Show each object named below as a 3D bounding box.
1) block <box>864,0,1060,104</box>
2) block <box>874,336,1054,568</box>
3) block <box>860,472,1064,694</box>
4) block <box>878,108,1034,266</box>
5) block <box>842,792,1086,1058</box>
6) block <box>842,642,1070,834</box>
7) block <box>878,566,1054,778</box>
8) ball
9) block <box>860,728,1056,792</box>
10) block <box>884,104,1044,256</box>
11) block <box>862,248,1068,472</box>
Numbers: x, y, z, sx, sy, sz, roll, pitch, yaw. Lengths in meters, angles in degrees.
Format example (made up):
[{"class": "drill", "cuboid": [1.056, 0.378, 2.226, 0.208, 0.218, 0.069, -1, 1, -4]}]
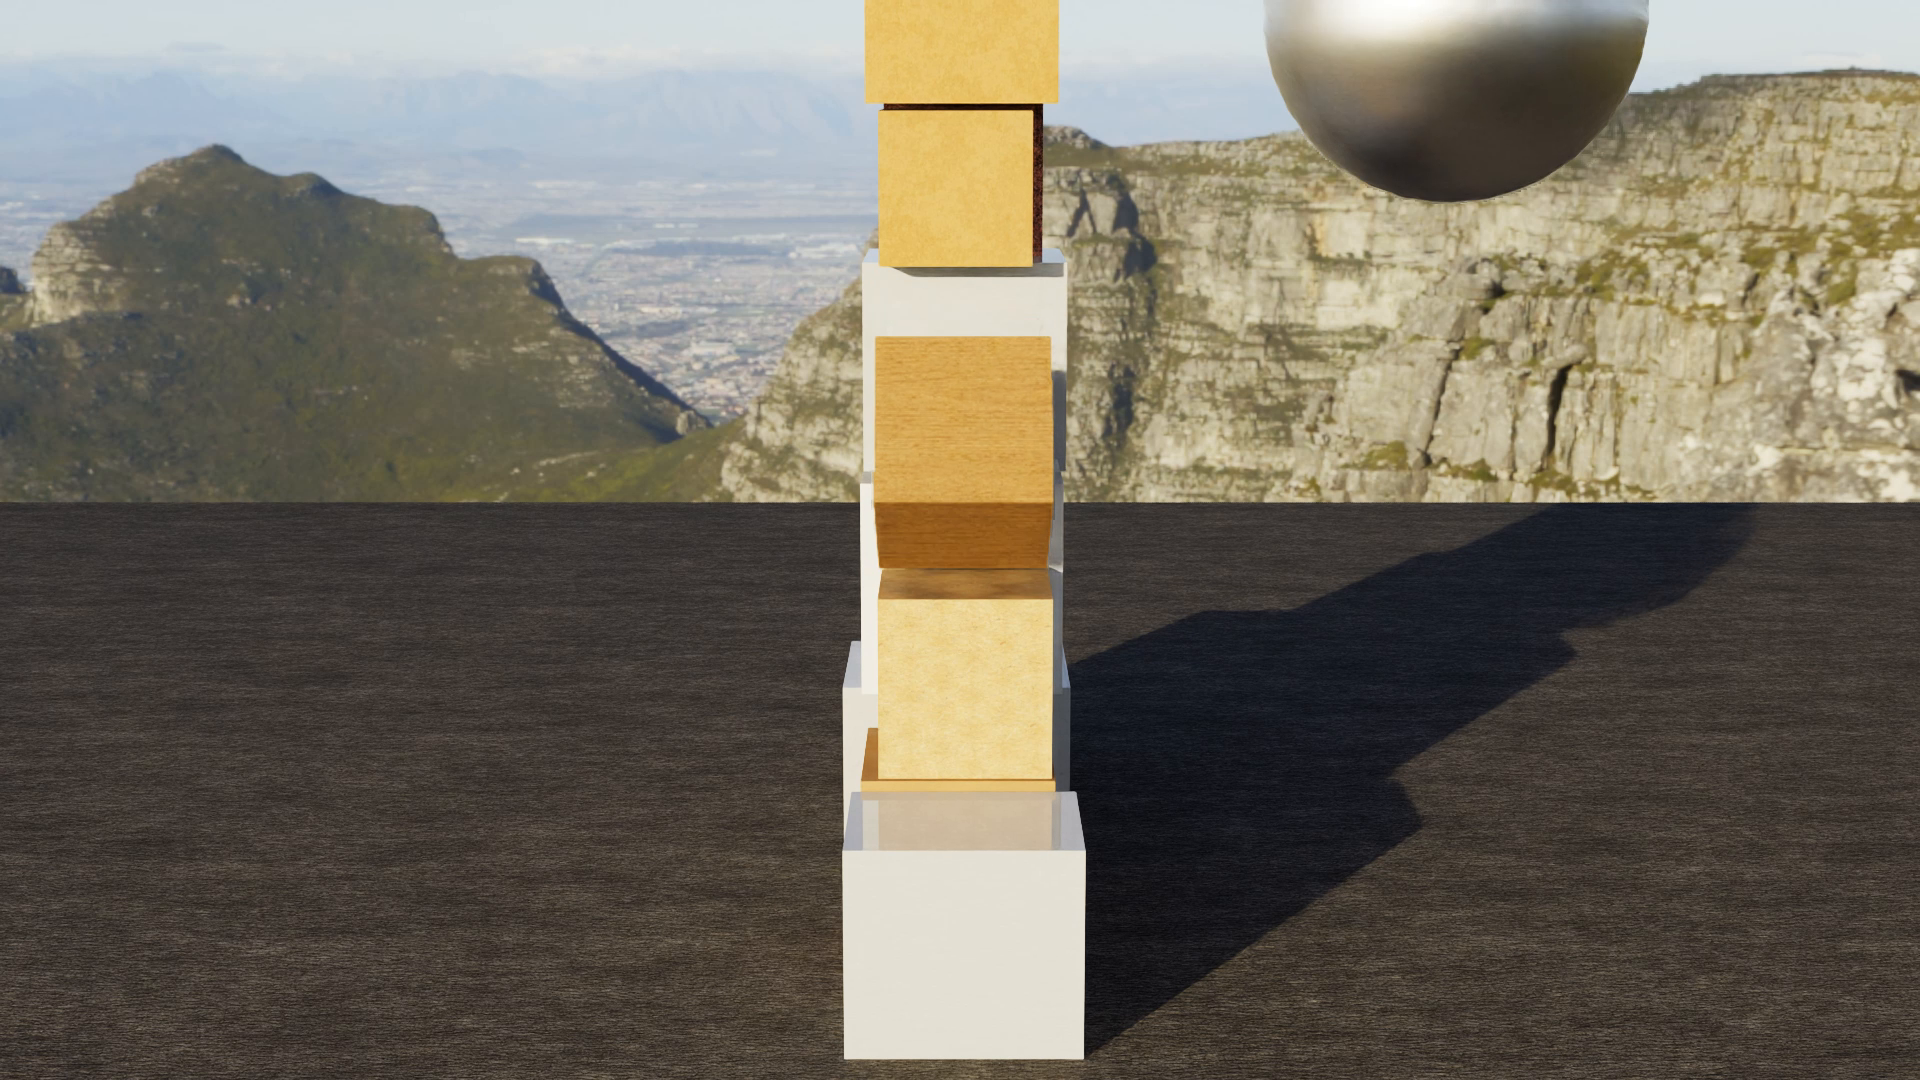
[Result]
[{"class": "block", "cuboid": [0.008, -2.222, 10.772, 0.791, 0.749, 0.689, 0, 11, 0]}, {"class": "block", "cuboid": [0.013, -0.332, 10.035, 0.671, 0.677, 0.750, 0, -19, 0]}, {"class": "block", "cuboid": [0.008, 0.130, 10.879, 0.824, 0.876, 0.814, 0, 10, 0]}, {"class": "block", "cuboid": [-0.017, -1.462, 10.595, 0.619, 0.620, 0.610, 0, 10, 0]}, {"class": "block", "cuboid": [0.014, 1.421, 9.568, 0.865, 0.781, 0.765, 0, 10, 0]}, {"class": "block", "cuboid": [-0.014, 1.020, 11.194, 0.947, 0.987, 0.889, 0, 10, 0]}, {"class": "block", "cuboid": [0.020, 0.514, 10.184, 0.670, 0.707, 0.672, 0, 10, 0]}, {"class": "ball", "cuboid": [2.074, -2.224, 10.776, 1.600, 1.600, 1.600, 0, 10, 0]}, {"class": "block", "cuboid": [-0.008, 1.258, 10.356, 0.750, 0.819, 0.825, 0, 10, 0]}, {"class": "block", "cuboid": [0.015, -1.589, 11.207, 0.676, 0.651, 0.618, 0, 10, 0]}, {"class": "block", "cuboid": [0.020, -0.793, 11.076, 0.846, 0.869, 0.861, 0, 10, 0]}]
